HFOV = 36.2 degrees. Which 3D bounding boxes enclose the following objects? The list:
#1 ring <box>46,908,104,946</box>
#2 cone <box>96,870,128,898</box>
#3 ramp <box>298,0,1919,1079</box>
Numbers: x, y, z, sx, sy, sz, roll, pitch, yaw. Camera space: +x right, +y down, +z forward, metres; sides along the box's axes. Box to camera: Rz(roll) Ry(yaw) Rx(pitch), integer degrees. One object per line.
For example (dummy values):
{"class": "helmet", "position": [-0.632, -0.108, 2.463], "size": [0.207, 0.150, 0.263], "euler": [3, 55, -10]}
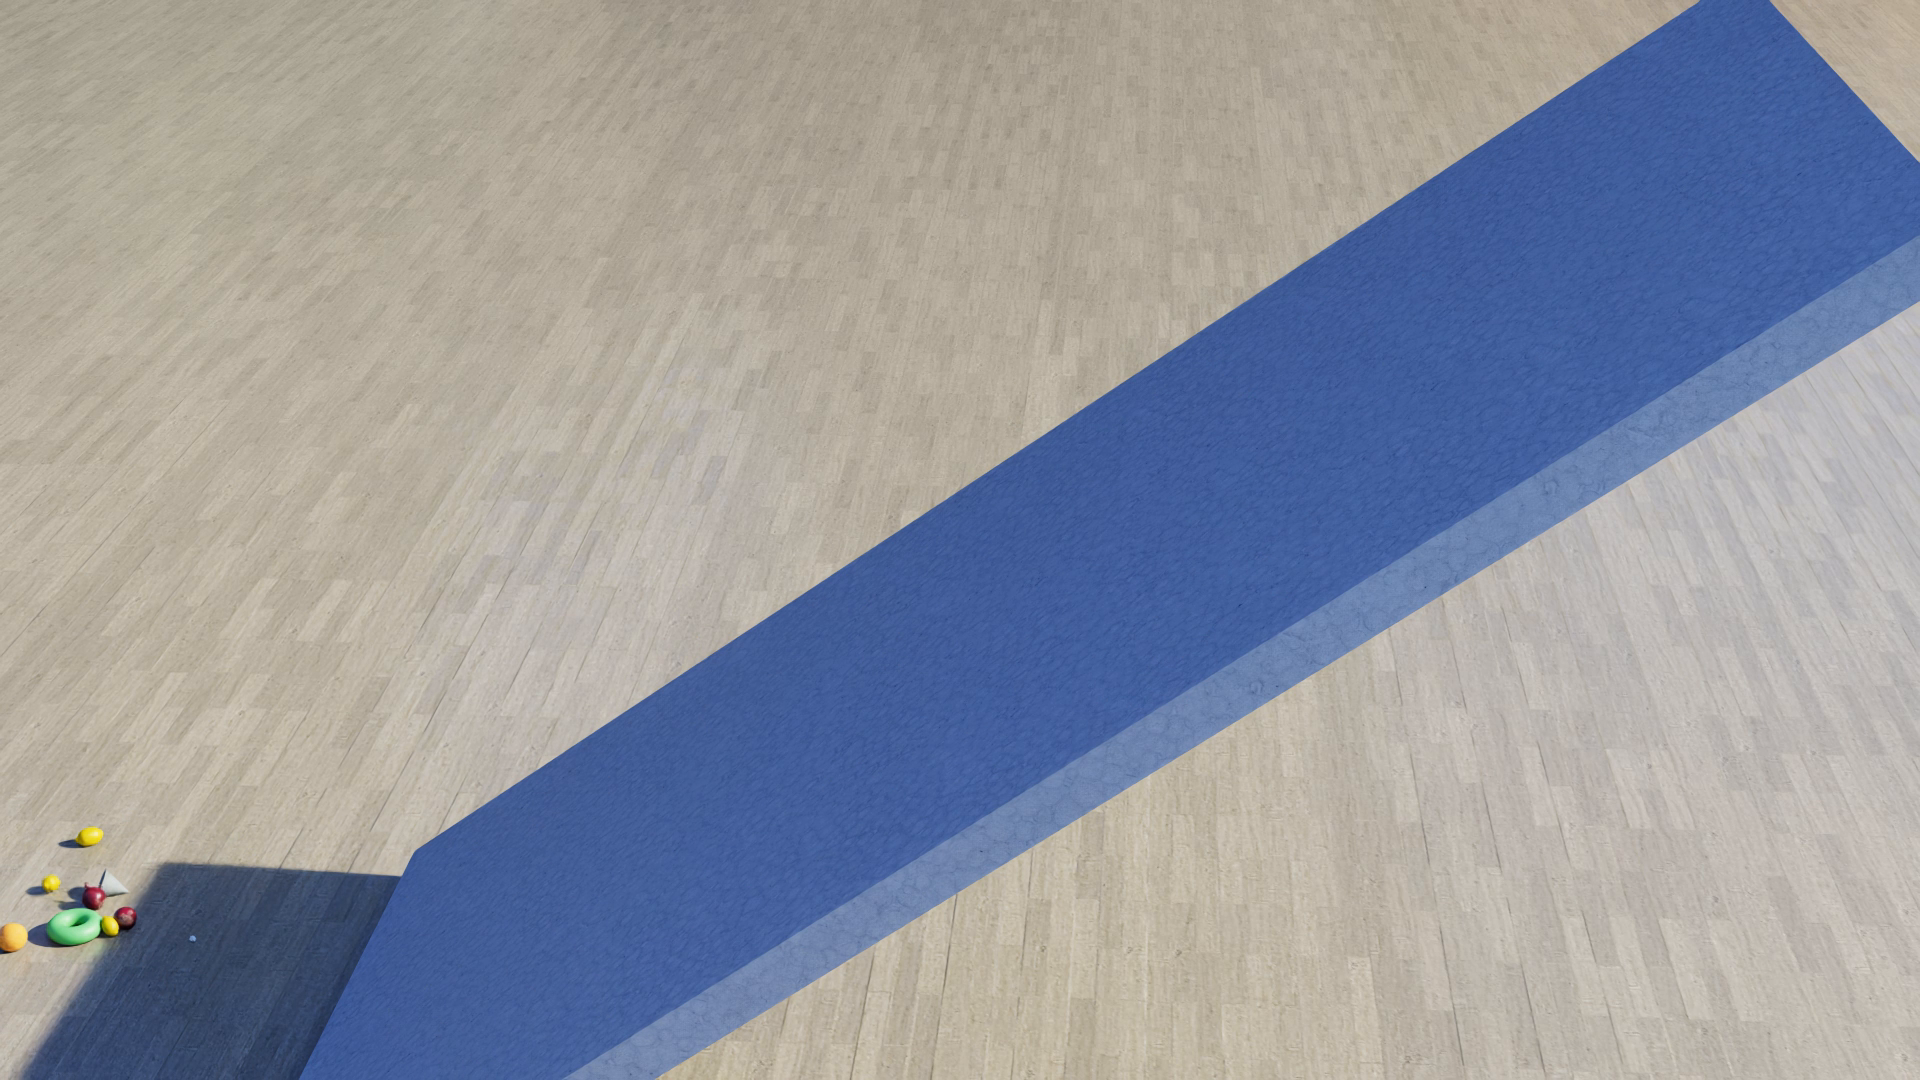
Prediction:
{"class": "ring", "position": [-2.260, 0.987, 7.509], "size": [0.140, 0.047, 0.140], "euler": [1, 23, 0]}
{"class": "cone", "position": [-2.214, 0.912, 7.709], "size": [0.079, 0.079, 0.079], "euler": [22, 16, -19]}
{"class": "ramp", "position": [0.133, 0.176, 6.313], "size": [4.000, 0.100, 2.000], "euler": [-33, 16, 16]}
